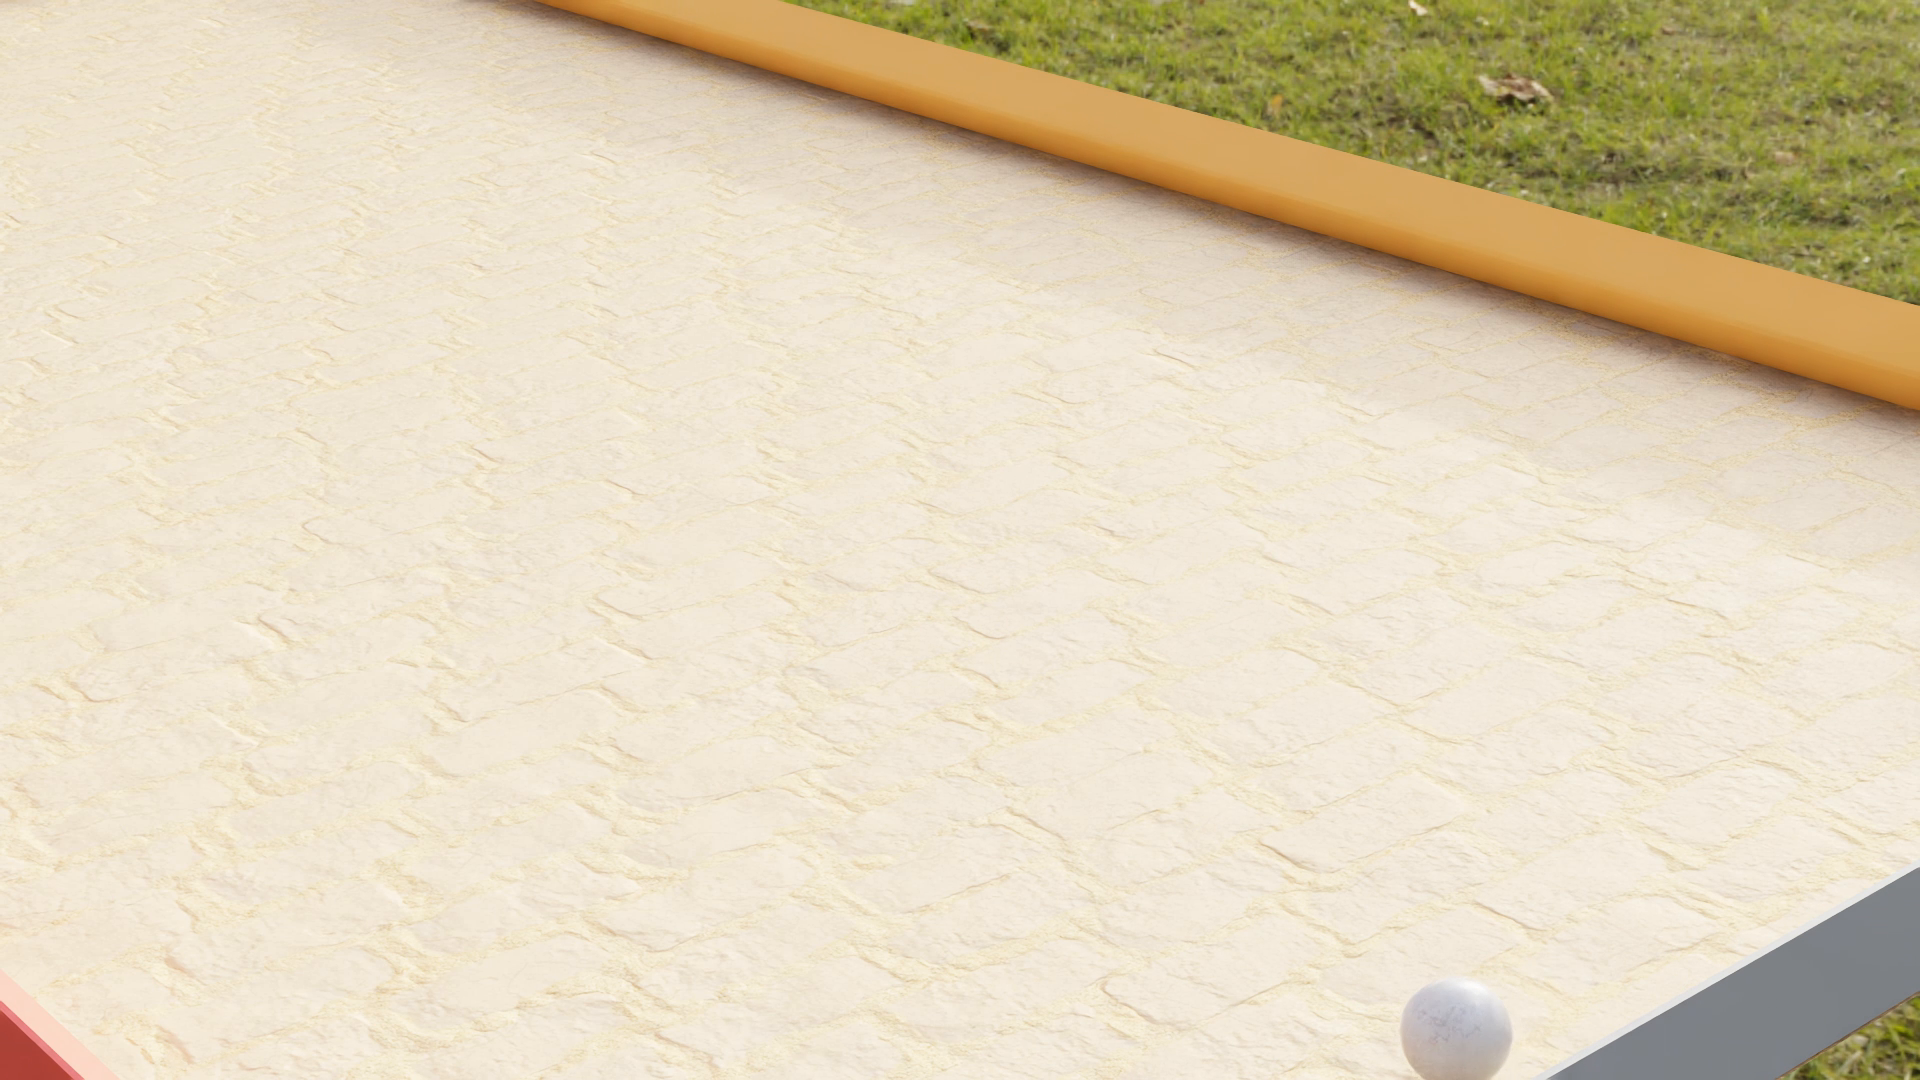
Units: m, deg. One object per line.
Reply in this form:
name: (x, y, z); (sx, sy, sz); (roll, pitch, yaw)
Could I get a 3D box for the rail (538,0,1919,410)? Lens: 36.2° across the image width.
rail: (0.119, -0.511, 3.592); (0.045, 0.099, 3.553); (-18, 29, -37)

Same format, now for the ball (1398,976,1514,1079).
ball: (0.290, 0.289, 1.722); (0.066, 0.066, 0.066); (0, 23, 0)

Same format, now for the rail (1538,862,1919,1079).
rail: (0.565, 0.233, 1.810); (1.895, 0.099, 0.045); (-18, 29, -37)

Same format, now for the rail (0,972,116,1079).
rail: (-1.280, -0.045, 2.477); (0.045, 0.099, 3.553); (-18, 29, -37)
